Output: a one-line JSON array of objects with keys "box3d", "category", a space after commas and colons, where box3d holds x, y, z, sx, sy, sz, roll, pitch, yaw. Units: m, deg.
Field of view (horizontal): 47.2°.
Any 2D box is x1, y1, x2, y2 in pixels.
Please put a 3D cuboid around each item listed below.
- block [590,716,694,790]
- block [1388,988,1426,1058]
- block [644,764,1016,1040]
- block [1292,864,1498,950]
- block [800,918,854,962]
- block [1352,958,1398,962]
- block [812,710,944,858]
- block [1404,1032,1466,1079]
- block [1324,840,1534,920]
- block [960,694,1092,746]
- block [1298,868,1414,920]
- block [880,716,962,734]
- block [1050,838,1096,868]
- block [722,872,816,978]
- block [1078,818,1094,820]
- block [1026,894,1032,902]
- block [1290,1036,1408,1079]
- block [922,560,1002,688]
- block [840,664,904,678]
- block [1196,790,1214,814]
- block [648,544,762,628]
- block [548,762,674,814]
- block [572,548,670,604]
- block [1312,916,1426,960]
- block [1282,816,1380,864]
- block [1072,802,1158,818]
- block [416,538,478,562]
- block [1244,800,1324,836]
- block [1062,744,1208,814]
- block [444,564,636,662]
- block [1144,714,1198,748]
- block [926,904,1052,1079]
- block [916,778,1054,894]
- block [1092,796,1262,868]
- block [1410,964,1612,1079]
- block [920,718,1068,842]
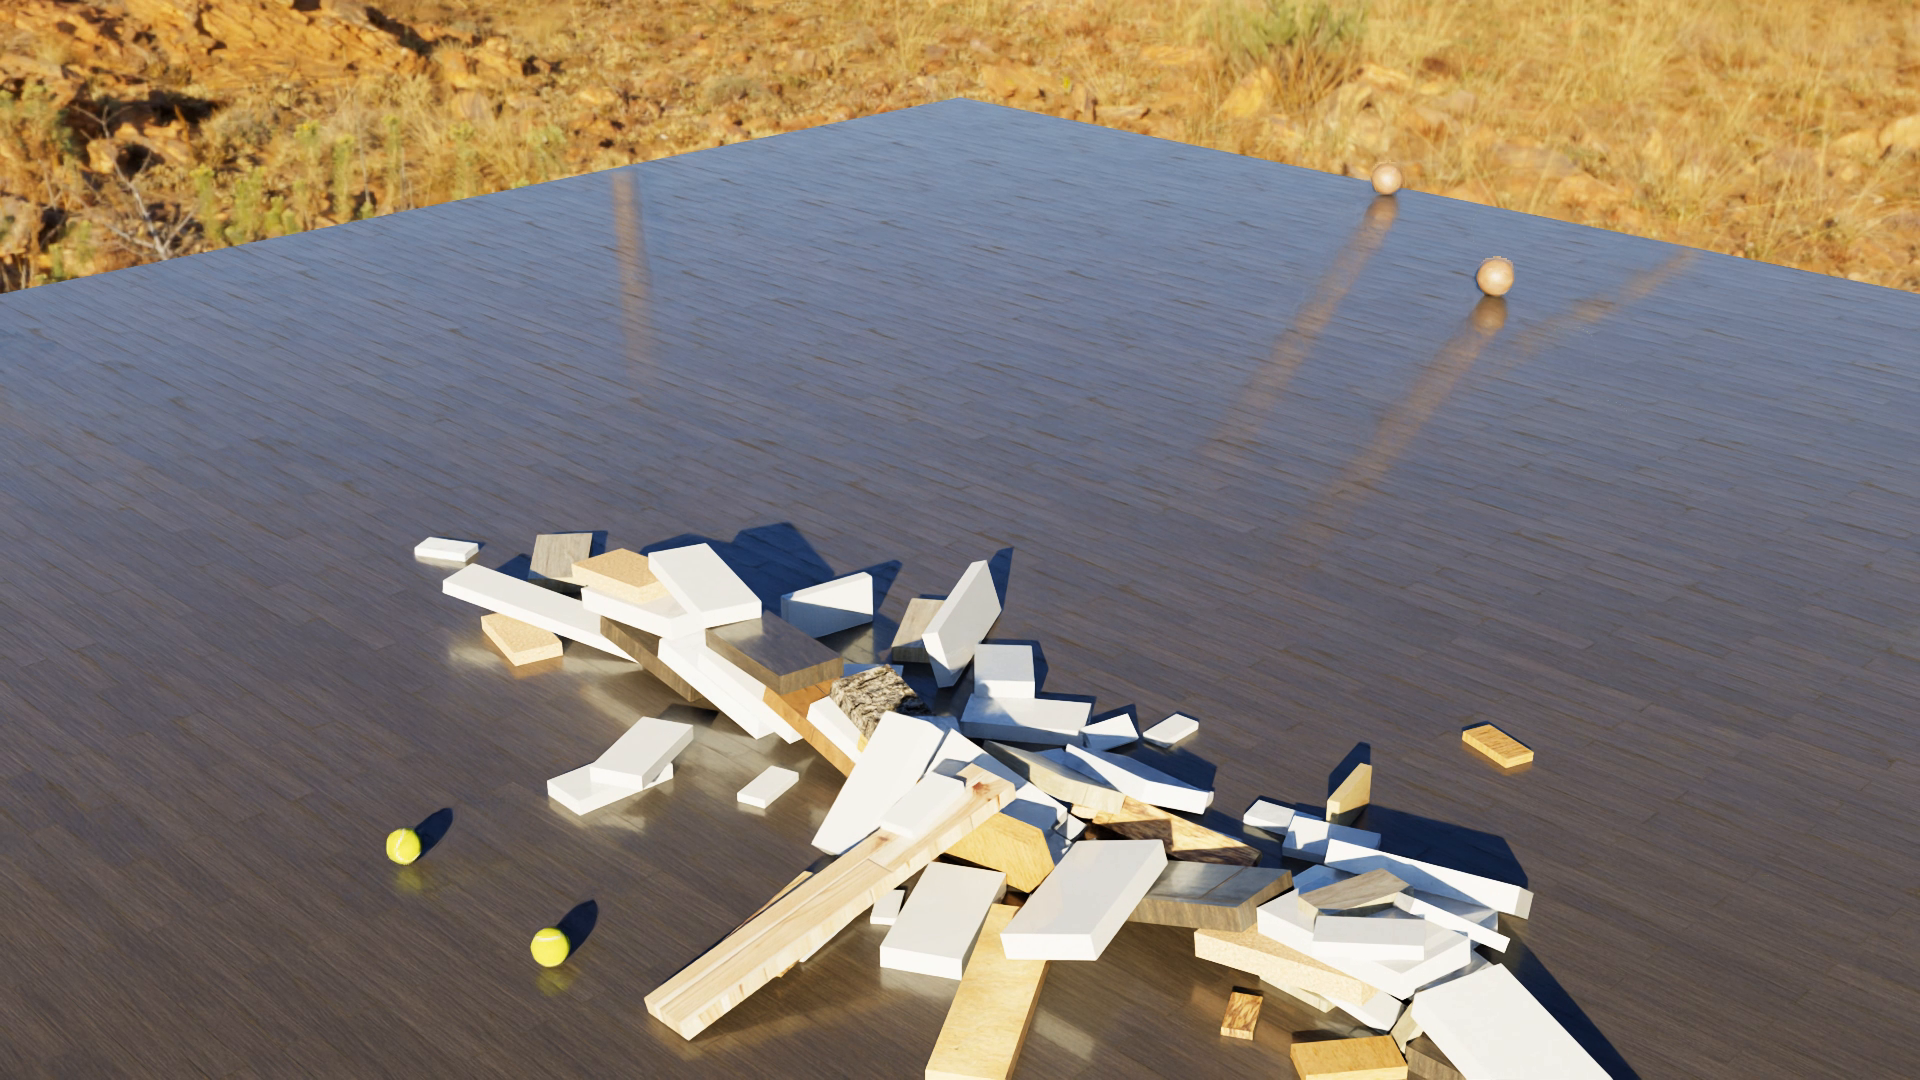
[{"box3d": [-0.662, 0.444, 4.589, 0.117, 0.033, 0.235, 8, 24, 18], "category": "block"}, {"box3d": [0.764, 0.814, 3.710, 0.015, 0.108, 0.054, 26, 16, -15], "category": "block"}, {"box3d": [-0.220, 0.640, 3.982, 0.793, 0.033, 0.117, -33, 35, -31], "category": "block"}, {"box3d": [0.773, 0.678, 4.019, 0.381, 0.043, 0.153, 9, 18, 41], "category": "block"}, {"box3d": [-0.224, 0.697, 4.080, 0.049, 0.014, 0.292, 9, 26, 32], "category": "block"}, {"box3d": [0.712, 0.685, 3.694, 0.108, 0.015, 0.054, -3, 18, 6], "category": "block"}, {"box3d": [-0.161, 0.483, 4.276, 0.151, 0.043, 0.302, 9, 65, 54], "category": "block"}, {"box3d": [0.906, 0.884, 3.622, 0.153, 0.043, 0.306, -21, 31, -40], "category": "block"}, {"box3d": [0.873, 0.631, 4.091, 0.354, 0.050, 0.177, 12, -7, 24], "category": "block"}, {"box3d": [0.144, 0.392, 4.789, 0.267, 0.038, 0.134, 4, 23, 10], "category": "block"}, {"box3d": [0.694, 0.628, 3.859, 0.182, 0.026, 0.091, -13, 19, -23], "category": "block"}, {"box3d": [-0.077, 0.392, 4.453, 0.158, 0.022, 0.079, 3, 38, -19], "category": "block"}, {"box3d": [0.219, 0.626, 4.231, 0.148, 0.020, 0.070, -15, 47, -31], "category": "block"}, {"box3d": [-0.305, 0.700, 4.024, 0.132, 0.037, 0.264, 8, 27, 32], "category": "block"}, {"box3d": [0.274, 0.535, 4.478, 0.059, 0.017, 0.118, 2, 23, 6], "category": "block"}, {"box3d": [0.174, 0.688, 4.122, 0.098, 0.014, 0.049, 7, 24, 16], "category": "block"}, {"box3d": [0.650, 0.871, 3.676, 0.174, 0.025, 0.087, -3, 23, -8], "category": "block"}, {"box3d": [0.008, 0.192, 5.131, 0.038, 0.134, 0.419, -10, 19, 21], "category": "block"}, {"box3d": [-0.203, 0.308, 5.010, 0.142, 0.020, 0.071, 1, 23, 3], "category": "block"}, {"box3d": [0.446, 0.525, 4.501, 0.130, 0.018, 0.065, 11, 25, 23], "category": "block"}, {"box3d": [-0.579, 0.101, 4.968, 0.141, 0.040, 0.324, -11, 28, -26], "category": "block"}, {"box3d": [-0.723, 0.495, 4.552, 0.230, 0.033, 0.115, -20, 30, -38], "category": "block"}, {"box3d": [-0.769, 0.083, 5.135, 0.141, 0.040, 0.282, -19, 23, -38], "category": "block"}, {"box3d": [0.687, 0.667, 3.690, 0.182, 0.026, 0.091, 0, 18, 15], "category": "block"}, {"box3d": [0.726, 0.595, 4.297, 0.174, 0.025, 0.087, 10, 41, 22], "category": "block"}, {"box3d": [0.311, 0.535, 4.428, 0.164, 0.023, 0.082, 5, 23, 11], "category": "block"}, {"box3d": [-1.325, 0.024, 5.679, 0.142, 0.020, 0.071, 7, 24, 16], "category": "block"}, {"box3d": [0.648, 0.563, 4.409, 0.140, 0.020, 0.070, 14, 26, 29], "category": "block"}, {"box3d": [0.350, 0.480, 4.430, 0.151, 0.043, 0.302, 14, 2, -29], "category": "block"}, {"box3d": [-0.962, 0.171, 5.222, 0.562, 0.033, 0.115, 18, 28, 20], "category": "block"}, {"box3d": [0.457, 0.413, 4.765, 0.059, 0.017, 0.118, 19, 30, 38], "category": "block"}, {"box3d": [0.066, 0.795, 3.839, 0.132, 0.037, 0.516, 5, 24, 12], "category": "block"}, {"box3d": [0.041, 0.570, 4.196, 0.322, 0.151, 0.043, 17, 48, 41], "category": "block"}, {"box3d": [0.422, 0.584, 4.288, 0.337, 0.023, 0.082, 19, 57, 32], "category": "block"}, {"box3d": [0.950, 0.890, 3.464, 0.177, 0.050, 0.552, -13, 37, -23], "category": "block"}, {"box3d": [0.032, 0.498, 4.317, 0.331, 0.043, 0.151, 33, 60, 23], "category": "block"}]
